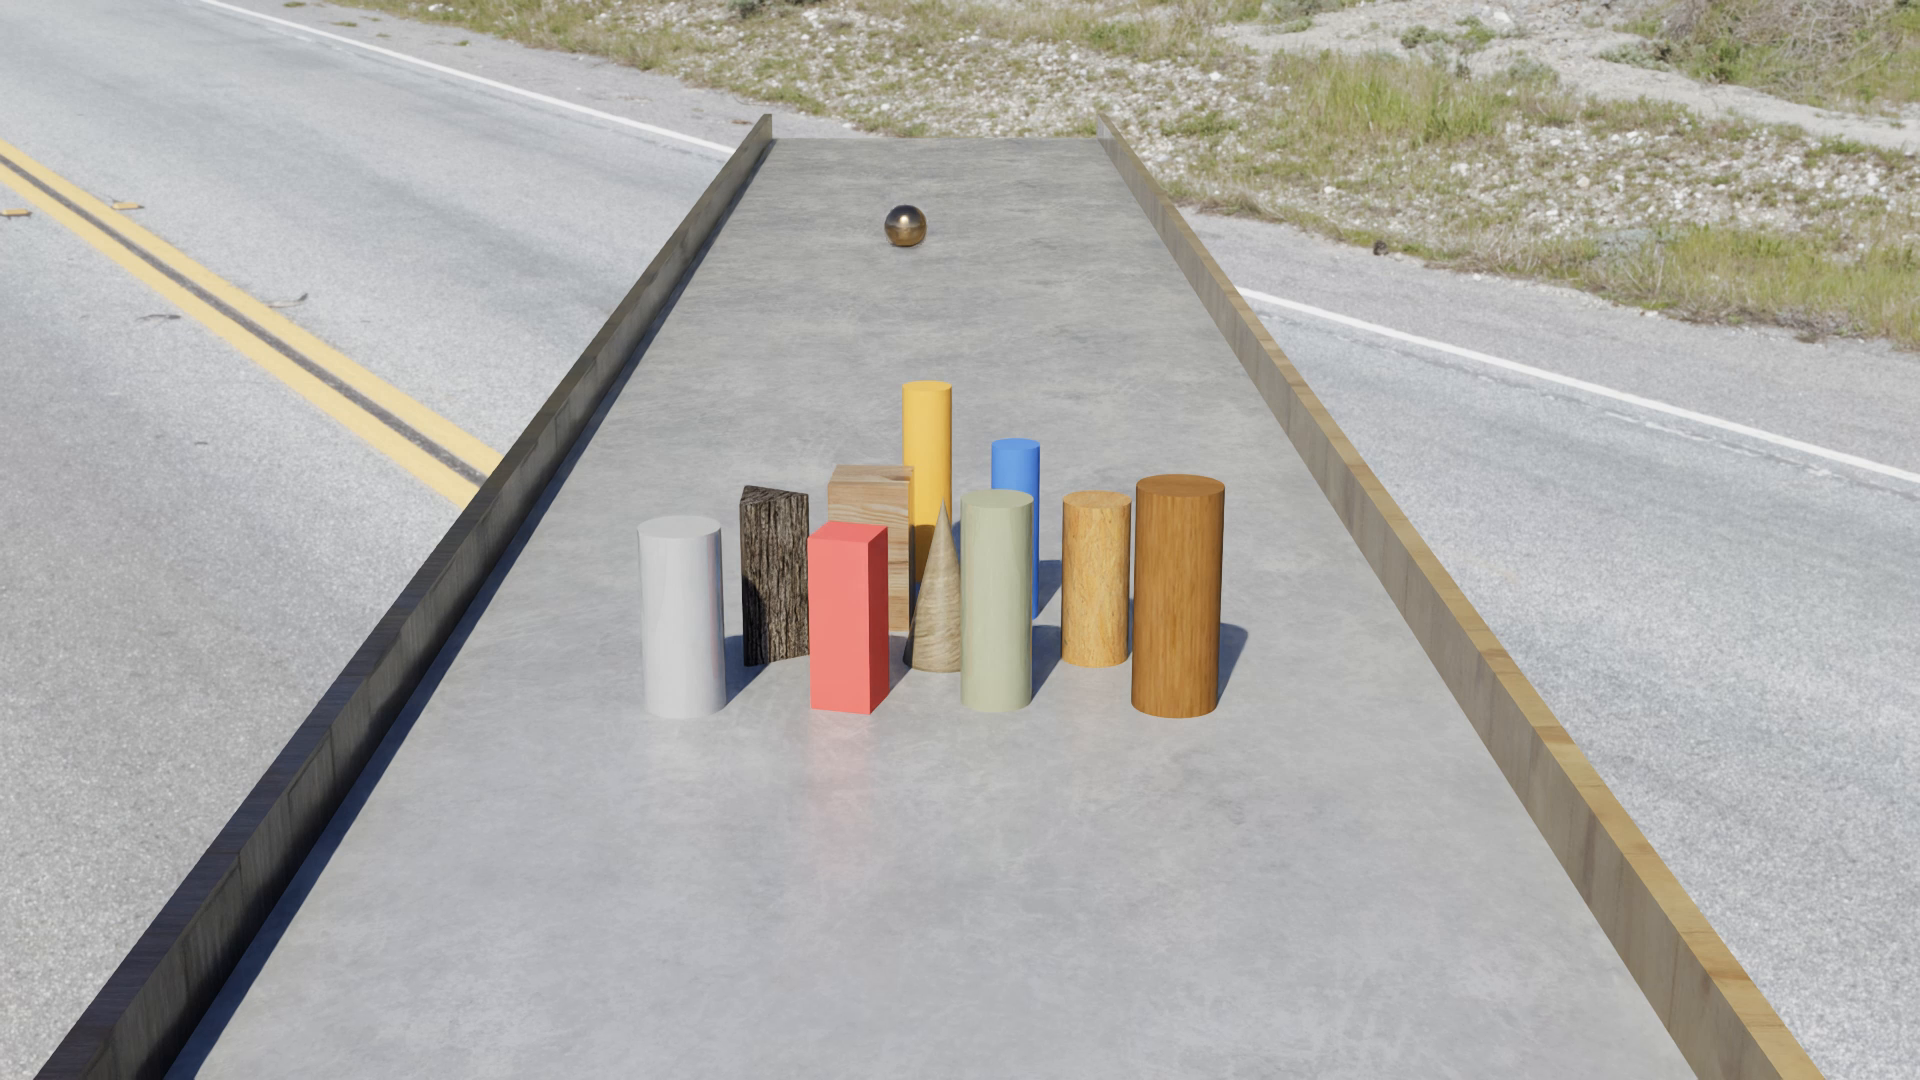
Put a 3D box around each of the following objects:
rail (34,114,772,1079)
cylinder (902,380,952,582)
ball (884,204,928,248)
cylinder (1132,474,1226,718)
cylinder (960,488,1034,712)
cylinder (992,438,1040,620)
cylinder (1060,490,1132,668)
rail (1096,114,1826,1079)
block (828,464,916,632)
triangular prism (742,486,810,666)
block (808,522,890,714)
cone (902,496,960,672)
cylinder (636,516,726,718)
[{"bbox_3d":[-1.118,-0.838,7.780,0.050,0.150,12.000,0,17,-1],"label":"rail"},{"bbox_3d":[-0.072,-0.130,4.897,0.109,0.436,0.109,0,17,0],"label":"cylinder"},{"bbox_3d":[-0.232,-1.347,9.433,0.184,0.184,0.184,0,17,0],"label":"ball"},{"bbox_3d":[0.407,0.105,4.123,0.164,0.429,0.164,0,17,0],"label":"cylinder"},{"bbox_3d":[0.069,0.114,4.144,0.136,0.399,0.136,0,17,0],"label":"cylinder"},{"bbox_3d":[0.116,-0.020,4.636,0.101,0.375,0.101,0,17,0],"label":"cylinder"},{"bbox_3d":[0.271,0.077,4.391,0.136,0.328,0.136,0,17,0],"label":"cylinder"},{"bbox_3d":[0.932,-0.844,7.801,0.050,0.150,12.000,0,17,-1],"label":"rail"},{"bbox_3d":[-0.184,0.016,4.624,0.165,0.314,0.165,1,17,3],"label":"block"},{"bbox_3d":[-0.396,0.065,4.421,0.149,0.334,0.129,-10,19,-30],"label":"triangular prism"},{"bbox_3d":[-0.209,0.146,4.146,0.117,0.336,0.117,5,17,16],"label":"block"},{"bbox_3d":[-0.033,0.077,4.374,0.165,0.339,0.165,0,17,0],"label":"cone"},{"bbox_3d":[-0.521,0.144,4.128,0.155,0.351,0.155,0,17,0],"label":"cylinder"}]
